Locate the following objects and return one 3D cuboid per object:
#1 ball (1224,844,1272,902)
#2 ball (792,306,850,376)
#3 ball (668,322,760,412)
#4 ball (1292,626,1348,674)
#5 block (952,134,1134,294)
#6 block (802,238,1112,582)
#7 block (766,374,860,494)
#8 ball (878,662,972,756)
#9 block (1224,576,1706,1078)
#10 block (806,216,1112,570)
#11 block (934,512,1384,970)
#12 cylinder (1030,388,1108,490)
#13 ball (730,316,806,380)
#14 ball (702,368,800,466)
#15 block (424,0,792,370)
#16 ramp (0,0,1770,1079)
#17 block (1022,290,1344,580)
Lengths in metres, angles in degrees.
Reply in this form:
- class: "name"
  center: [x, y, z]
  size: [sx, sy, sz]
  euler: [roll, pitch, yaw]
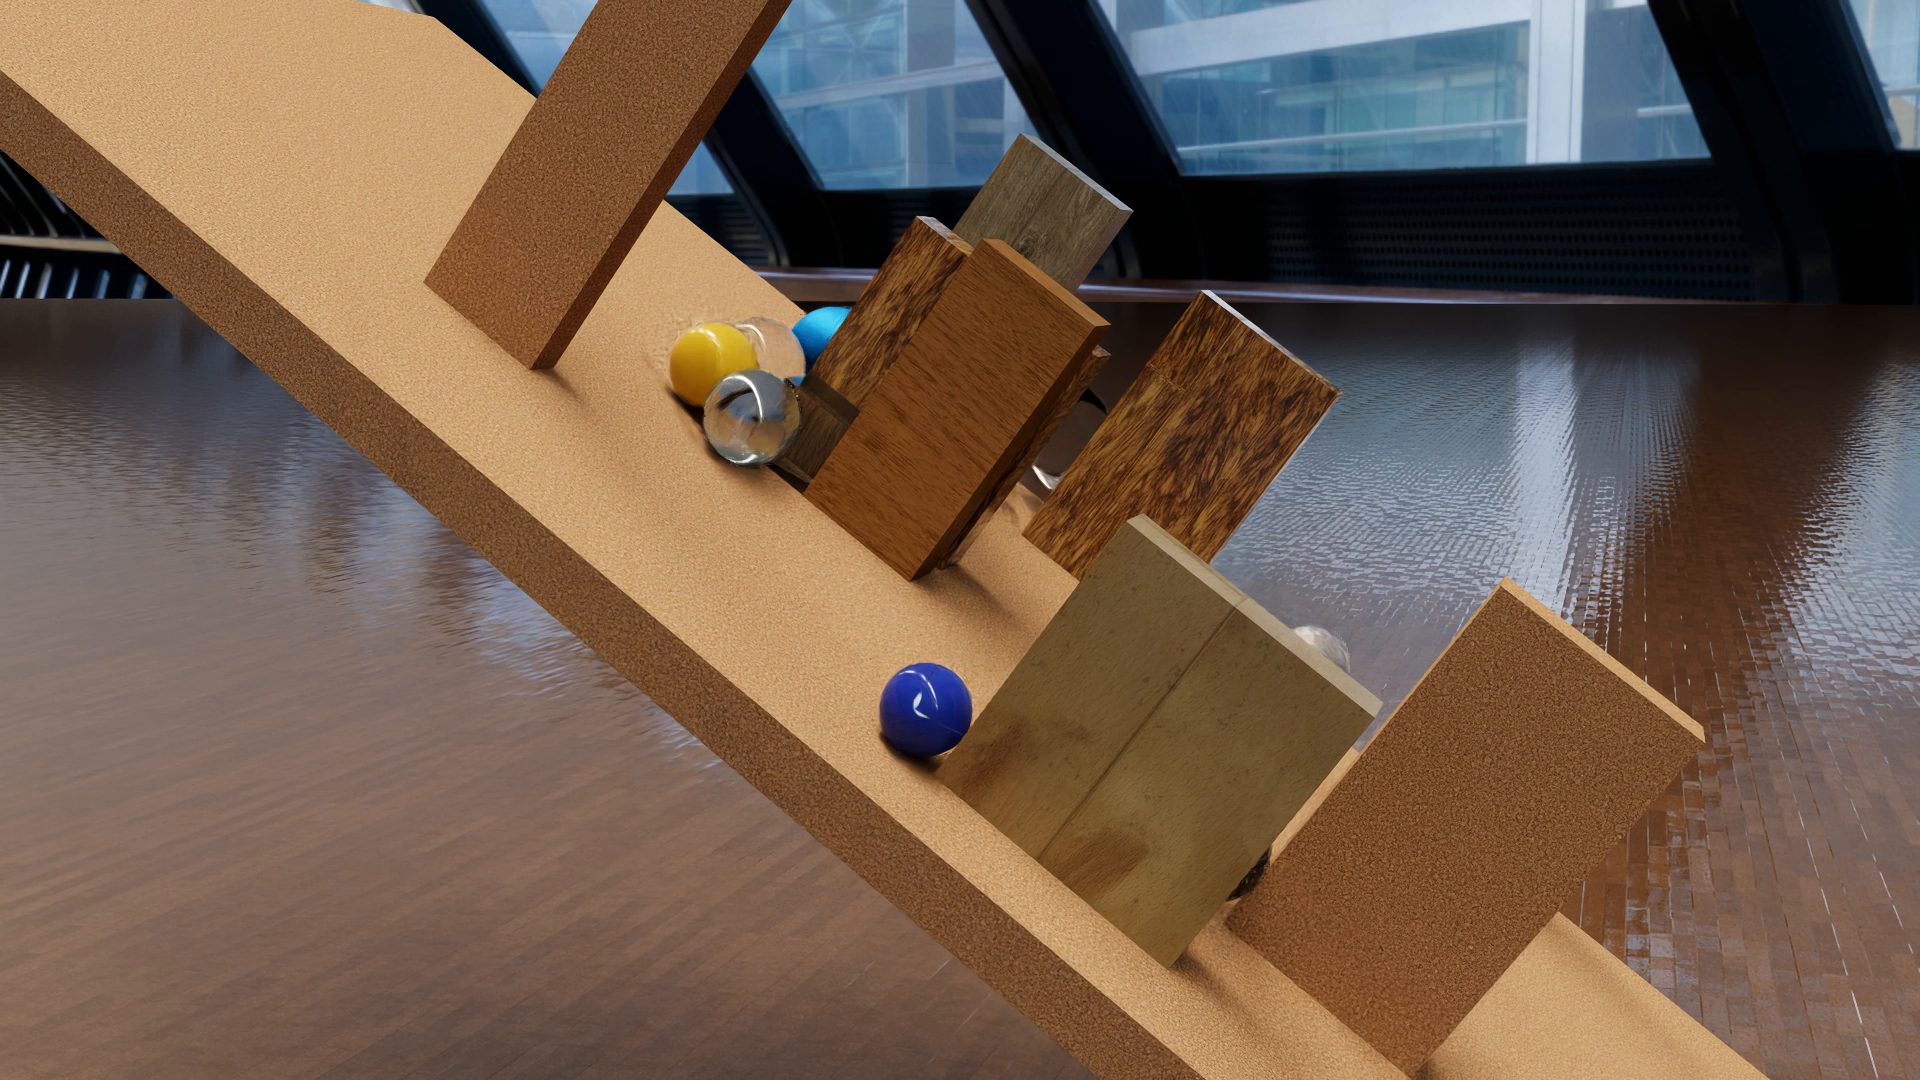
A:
- class: "ball"
  center: [0.394, 0.475, 3.460]
  size: [0.193, 0.193, 0.193]
  euler: [0, 7, 0]
- class: "ball"
  center: [-0.249, -0.362, 4.351]
  size: [0.197, 0.197, 0.197]
  euler: [0, 7, 0]
- class: "ball"
  center: [-0.449, -0.314, 4.019]
  size: [0.164, 0.164, 0.164]
  euler: [0, 7, 0]
- class: "ball"
  center: [0.782, 0.279, 4.925]
  size: [0.176, 0.176, 0.176]
  euler: [0, 7, 0]
- class: "block"
  center: [0.030, -0.448, 4.414]
  size: [0.251, 0.705, 0.115]
  euler: [39, 16, 9]
- class: "block"
  center: [-0.009, -0.232, 3.954]
  size: [0.254, 0.573, 0.124]
  euler: [39, 16, 9]
- class: "block"
  center: [-0.279, -0.197, 4.061]
  size: [0.152, 0.152, 0.152]
  euler: [39, 16, 10]
- class: "ball"
  center: [-0.051, 0.252, 3.269]
  size: [0.140, 0.140, 0.140]
  euler: [0, 7, 0]
- class: "block"
  center: [0.775, 0.447, 3.421]
  size: [0.372, 0.695, 0.124]
  euler: [39, 16, 9]
- class: "block"
  center: [-0.043, -0.276, 4.141]
  size: [0.430, 0.502, 0.110]
  euler: [39, 16, 9]
- class: "block"
  center: [0.286, 0.293, 3.221]
  size: [0.445, 0.486, 0.112]
  euler: [39, 16, 9]
- class: "cylinder"
  center: [0.245, -0.225, 4.937]
  size: [0.207, 0.207, 0.207]
  euler: [1, -13, 11]
- class: "ball"
  center: [-0.384, -0.334, 4.184]
  size: [0.181, 0.181, 0.181]
  euler: [0, 7, 0]
- class: "ball"
  center: [-0.369, -0.217, 3.891]
  size: [0.172, 0.172, 0.172]
  euler: [0, 7, 0]
- class: "block"
  center: [-0.576, -0.668, 3.621]
  size: [0.244, 0.785, 0.086]
  euler: [39, 16, 9]
- class: "ramp"
  center: [-0.061, 0.123, 4.068]
  size: [4.000, 0.100, 2.000]
  euler: [39, 16, 9]
- class: "block"
  center: [0.459, -0.158, 4.599]
  size: [0.353, 0.641, 0.088]
  euler: [39, 16, 9]
